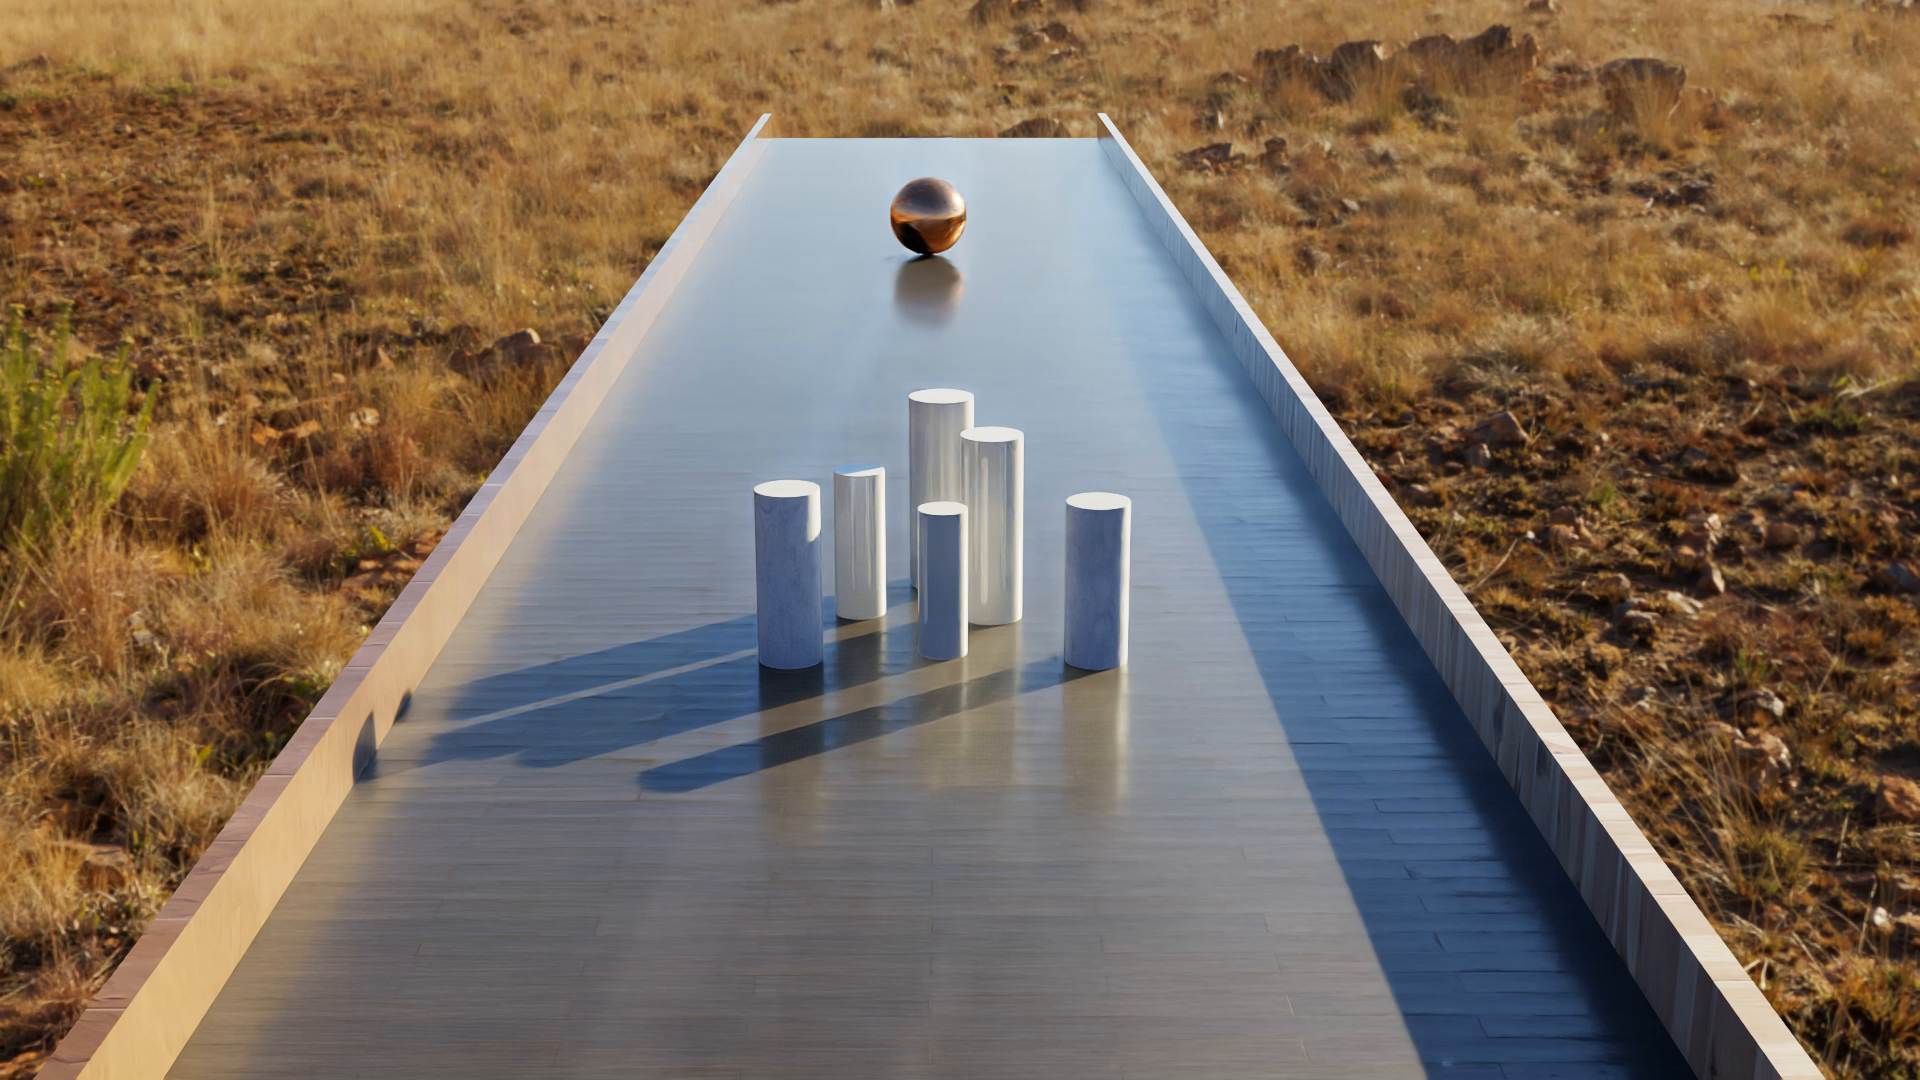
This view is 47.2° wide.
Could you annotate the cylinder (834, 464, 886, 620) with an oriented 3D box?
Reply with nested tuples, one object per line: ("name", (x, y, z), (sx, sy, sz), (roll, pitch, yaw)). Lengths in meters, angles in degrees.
("cylinder", (-0.212, 0.003, 4.666), (0.109, 0.314, 0.109), (0, 17, 0))

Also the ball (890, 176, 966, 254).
("ball", (-0.133, -1.360, 9.232), (0.324, 0.324, 0.324), (0, 17, 0))

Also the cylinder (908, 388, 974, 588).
("cylinder", (-0.041, -0.110, 4.851), (0.143, 0.425, 0.143), (0, 17, 0))

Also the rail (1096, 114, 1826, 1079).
("rail", (0.932, -0.844, 7.801), (0.050, 0.150, 12.000), (0, 17, -1))

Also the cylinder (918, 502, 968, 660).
("cylinder", (-0.034, 0.082, 4.422), (0.100, 0.302, 0.100), (0, 17, 0))

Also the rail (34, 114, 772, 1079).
("rail", (-1.118, -0.838, 7.780), (0.050, 0.150, 12.000), (0, 17, -1))

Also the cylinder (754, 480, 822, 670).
("cylinder", (-0.340, 0.068, 4.375), (0.130, 0.354, 0.130), (0, 17, 0))

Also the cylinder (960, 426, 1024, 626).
("cylinder", (0.066, -0.030, 4.632), (0.133, 0.397, 0.133), (0, 17, 0))

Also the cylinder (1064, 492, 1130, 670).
("cylinder", (0.273, 0.081, 4.375), (0.128, 0.330, 0.128), (0, 17, 0))
